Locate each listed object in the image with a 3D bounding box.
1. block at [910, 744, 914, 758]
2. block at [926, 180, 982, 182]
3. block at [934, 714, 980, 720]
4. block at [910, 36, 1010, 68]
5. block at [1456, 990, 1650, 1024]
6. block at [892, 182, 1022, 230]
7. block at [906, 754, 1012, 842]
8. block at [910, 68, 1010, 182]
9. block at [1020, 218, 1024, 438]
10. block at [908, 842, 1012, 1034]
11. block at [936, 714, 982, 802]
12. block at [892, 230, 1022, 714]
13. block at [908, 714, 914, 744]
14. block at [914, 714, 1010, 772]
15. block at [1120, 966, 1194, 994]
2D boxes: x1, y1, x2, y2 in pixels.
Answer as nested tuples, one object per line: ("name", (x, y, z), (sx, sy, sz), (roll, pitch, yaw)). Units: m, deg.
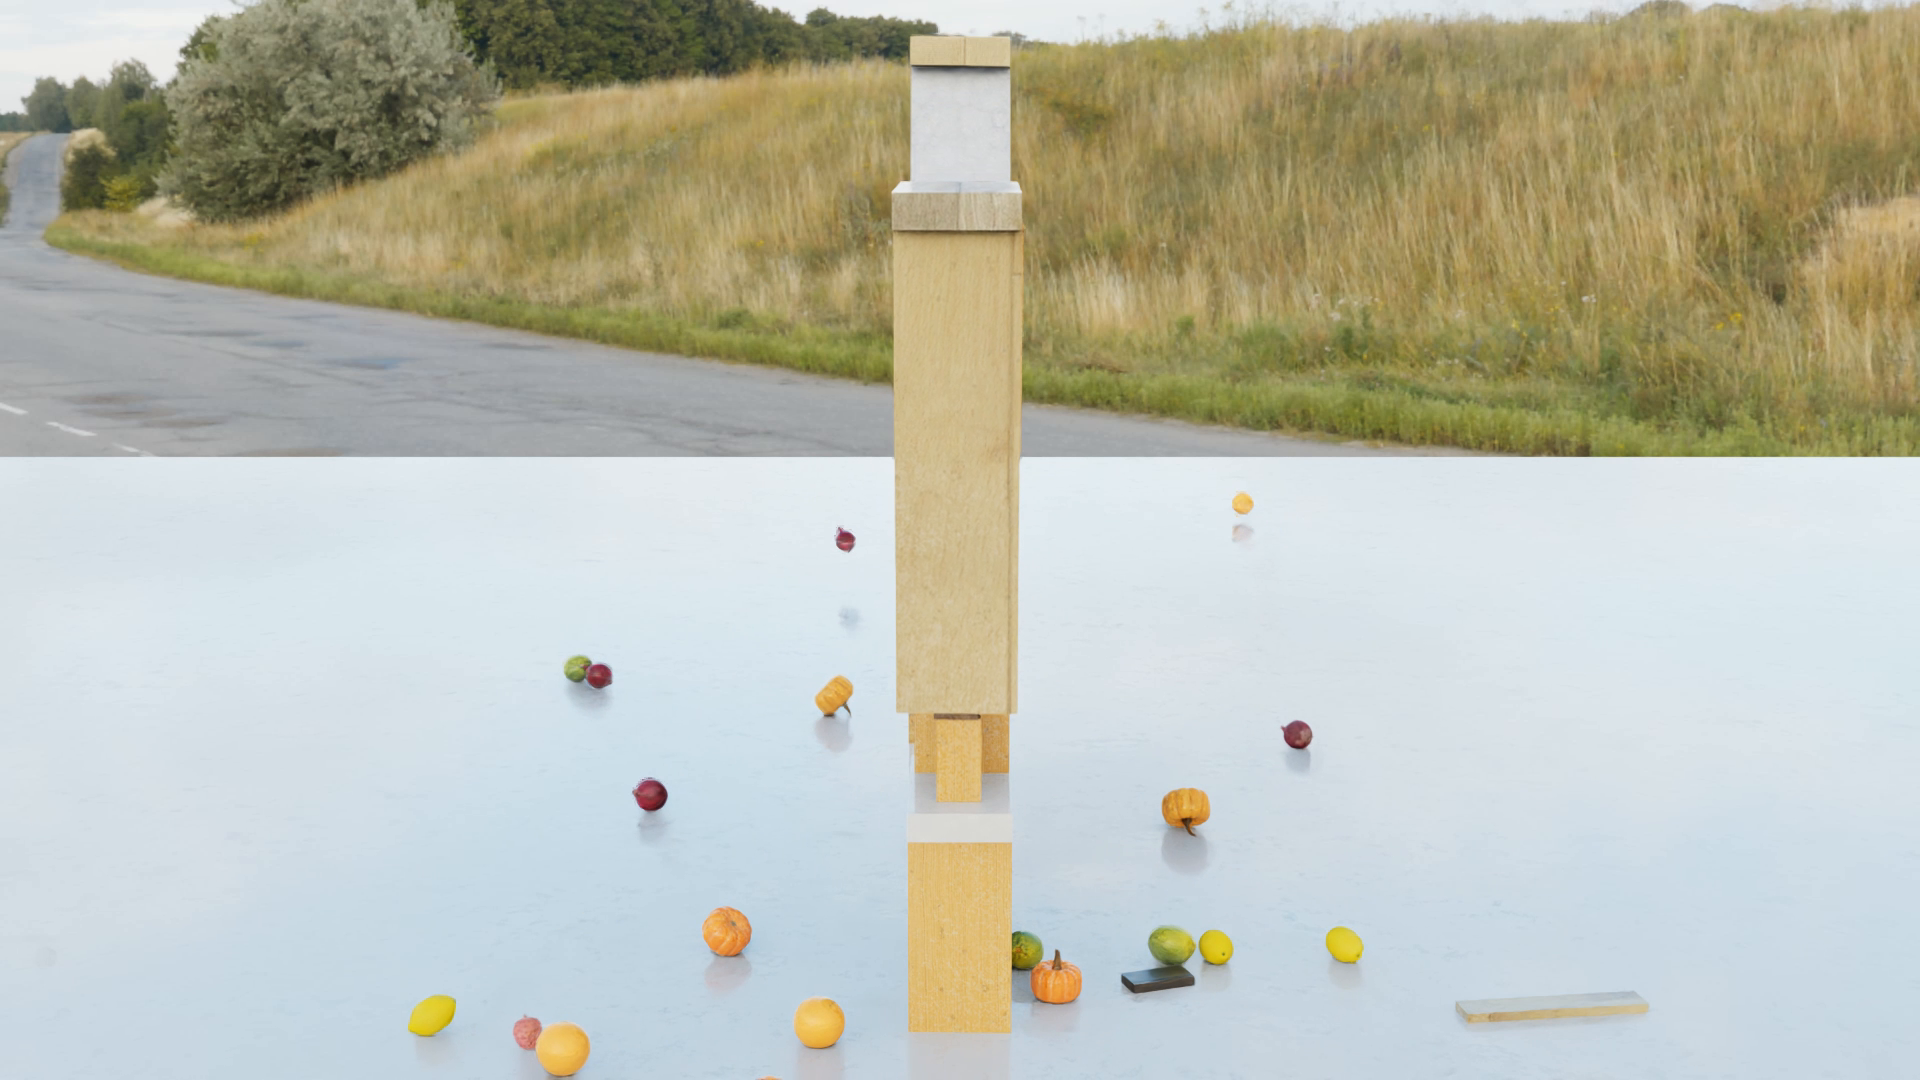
("block", (-0.003, 0.461, 3.515), (0.155, 0.310, 0.044), (0, 11, 0))
("block", (0.002, -0.567, 3.783), (0.123, 0.035, 0.247), (0, 25, 0))
("block", (-0.001, 0.223, 3.086), (0.062, 0.017, 0.123), (1, 16, 4))
("block", (0.003, -0.882, 4.064), (0.177, 0.050, 0.354), (1, 6, 0))
("block", (0.855, 0.674, 3.177), (0.273, 0.014, 0.049), (-2, 11, -8))
("block", (-0.003, -0.451, 2.957), (0.166, 0.047, 0.331), (0, 12, 1))
("block", (-0.001, 0.369, 3.160), (0.145, 0.041, 0.290), (0, 11, 0))
("block", (0.001, -0.664, 3.935), (0.177, 0.354, 0.050), (0, -7, 0))
("block", (0.005, -0.291, 3.126), (0.166, 0.331, 0.047), (-1, 21, -2))
("block", (0.000, 0.549, 3.097), (0.145, 0.290, 0.041), (0, 10, 2))
("block", (-0.001, 0.304, 3.058), (0.062, 0.123, 0.017), (0, 15, 0))
("block", (-0.004, -0.086, 2.937), (0.166, 0.658, 0.047), (0, 16, 0))
("block", (-0.003, 0.268, 3.584), (0.155, 0.044, 0.310), (0, 11, 0))
("block", (0.003, 0.200, 3.200), (0.138, 0.276, 0.039), (0, 11, 0))
("block", (0.295, 0.655, 3.280), (0.098, 0.014, 0.049), (-4, 11, -19))
